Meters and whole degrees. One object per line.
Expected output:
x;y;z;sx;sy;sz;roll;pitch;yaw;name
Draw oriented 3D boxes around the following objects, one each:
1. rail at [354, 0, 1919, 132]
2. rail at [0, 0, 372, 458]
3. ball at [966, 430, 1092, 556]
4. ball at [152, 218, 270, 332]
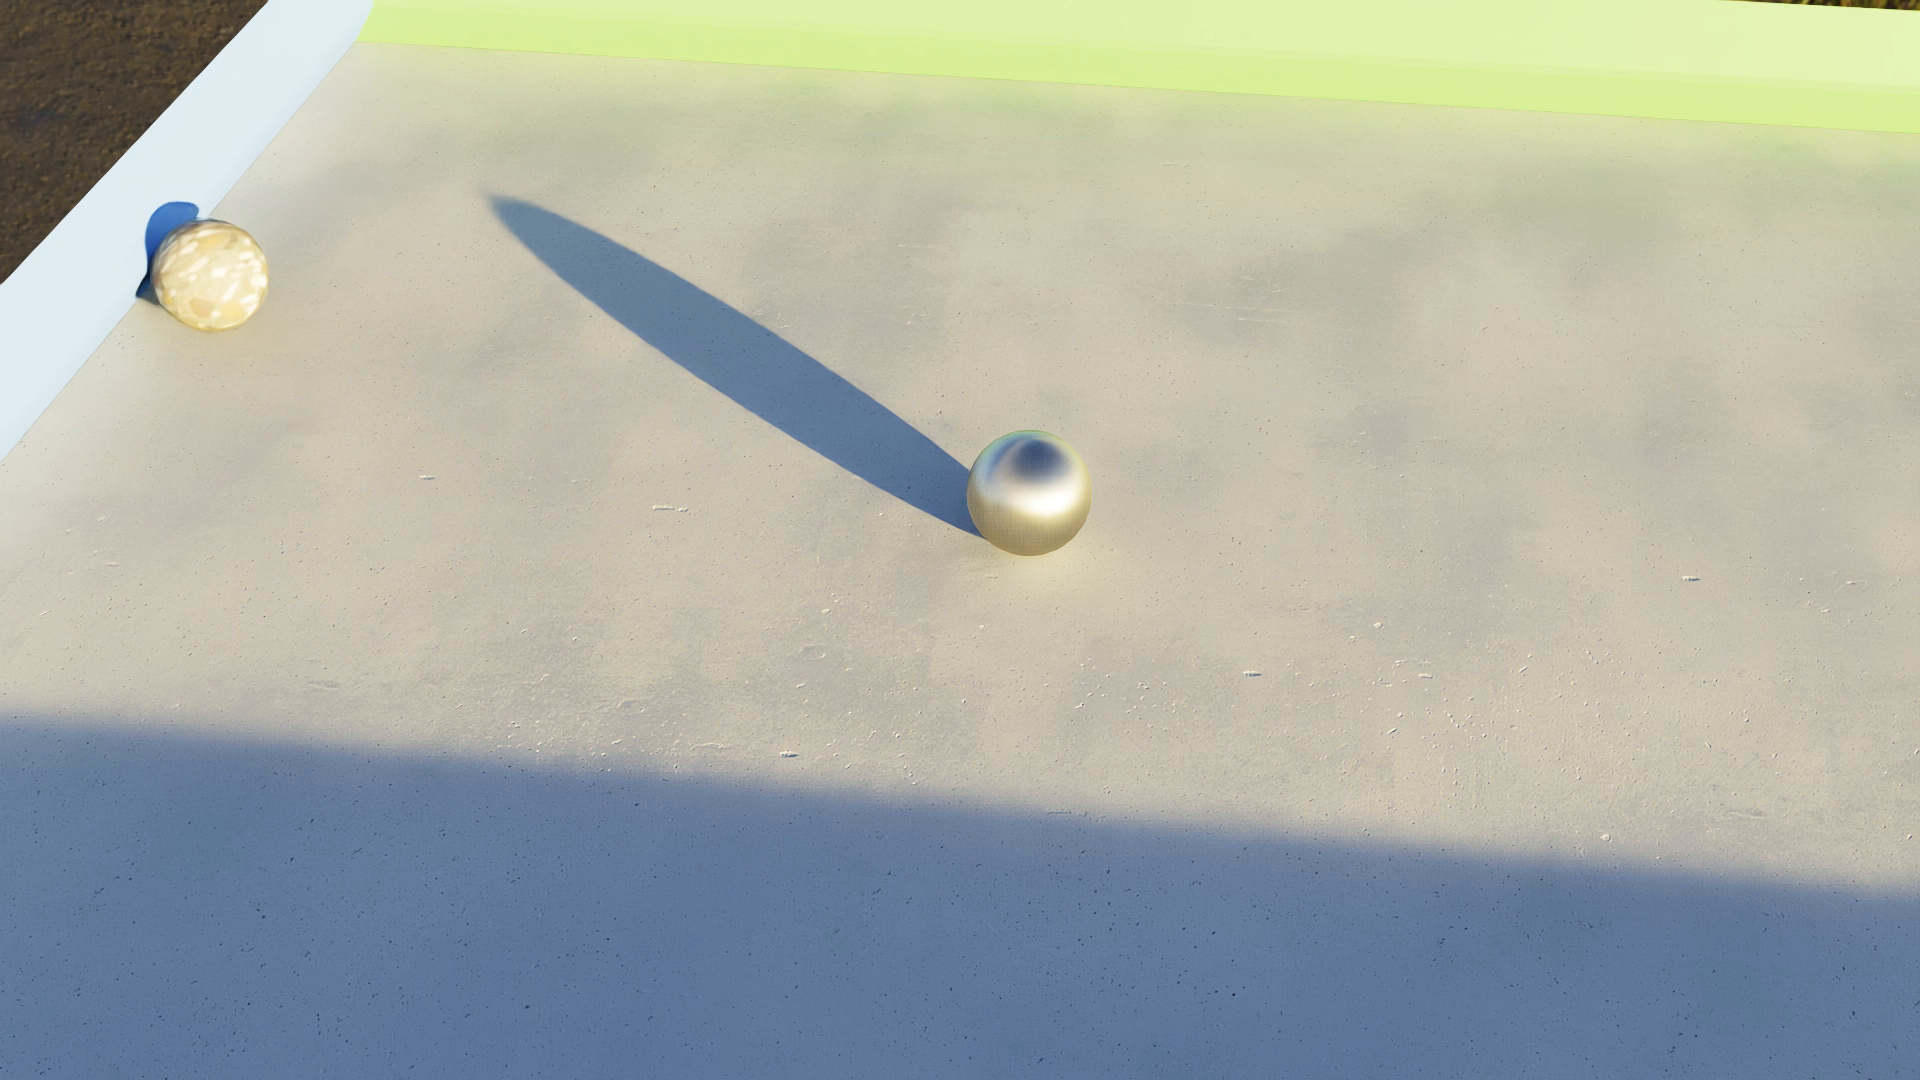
0.927;-0.460;2.562;3.219;0.128;0.045;5;35;7;rail
-0.773;-0.076;1.998;0.045;0.128;1.880;5;35;7;rail
0.053;-0.036;1.970;0.097;0.097;0.097;0;34;0;ball
-0.659;-0.233;2.257;0.099;0.099;0.099;0;34;0;ball
